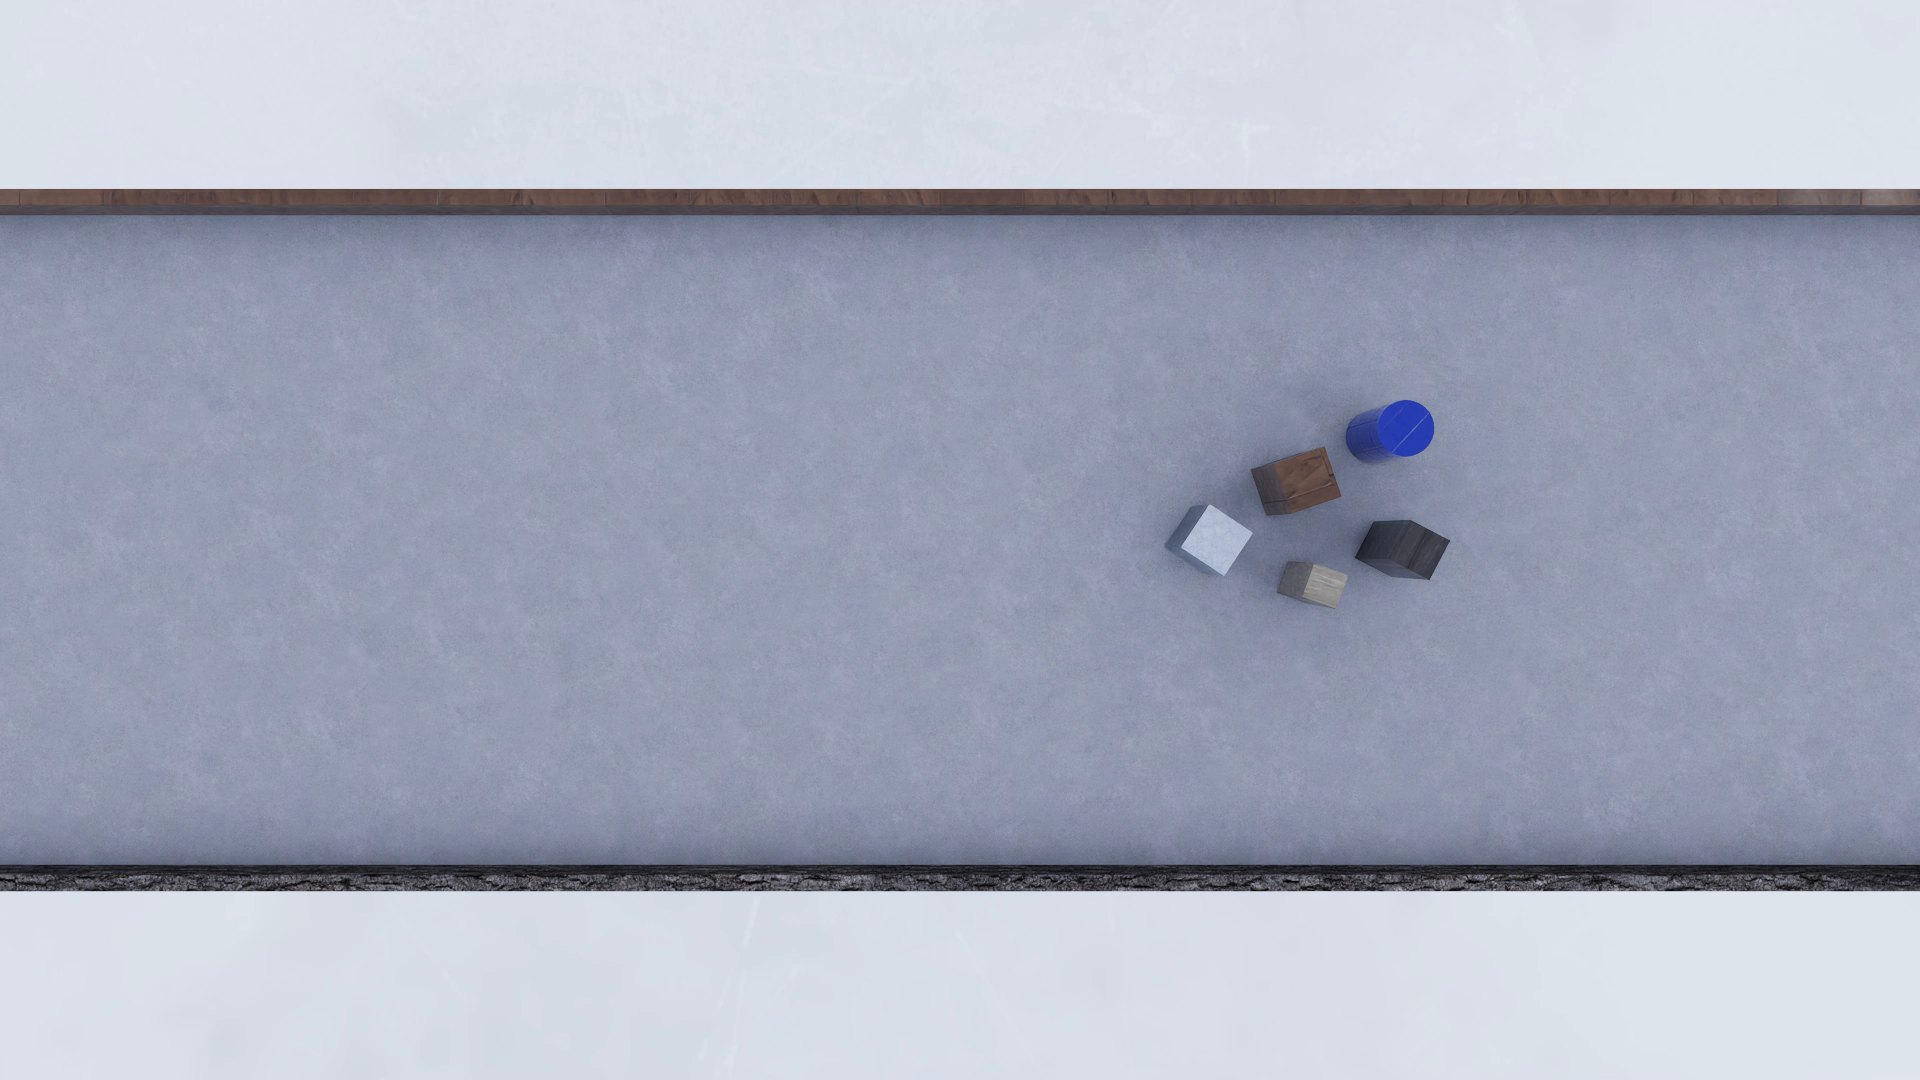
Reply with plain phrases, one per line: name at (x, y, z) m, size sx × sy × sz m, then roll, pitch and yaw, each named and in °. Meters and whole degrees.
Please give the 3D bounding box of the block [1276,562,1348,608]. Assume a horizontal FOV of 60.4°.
block at (1.040, 0.131, 4.885) m, size 0.102 × 0.383 × 0.102 m, roll 20°, pitch 90°, yaw 0°

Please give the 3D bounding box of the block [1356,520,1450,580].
block at (1.300, 0.028, 4.869) m, size 0.126 × 0.415 × 0.126 m, roll 28°, pitch 90°, yaw 0°

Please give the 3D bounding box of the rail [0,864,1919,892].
rail at (-2.247, 1.025, 5.001) m, size 12.000 × 0.150 × 0.050 m, roll 0°, pitch 90°, yaw 0°

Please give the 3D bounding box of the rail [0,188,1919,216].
rail at (-2.247, -1.025, 5.002) m, size 12.000 × 0.150 × 0.050 m, roll 0°, pitch 90°, yaw 0°

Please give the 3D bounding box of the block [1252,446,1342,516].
block at (0.990, -0.170, 4.883) m, size 0.151 × 0.387 × 0.151 m, roll -19°, pitch 90°, yaw 0°

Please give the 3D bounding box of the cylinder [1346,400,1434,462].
cylinder at (1.267, -0.318, 4.881) m, size 0.161 × 0.390 × 0.161 m, roll 0°, pitch 90°, yaw 0°

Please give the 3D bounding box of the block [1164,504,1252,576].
block at (0.732, 0.000, 4.887) m, size 0.148 × 0.378 × 0.148 m, roll 34°, pitch 90°, yaw 0°
